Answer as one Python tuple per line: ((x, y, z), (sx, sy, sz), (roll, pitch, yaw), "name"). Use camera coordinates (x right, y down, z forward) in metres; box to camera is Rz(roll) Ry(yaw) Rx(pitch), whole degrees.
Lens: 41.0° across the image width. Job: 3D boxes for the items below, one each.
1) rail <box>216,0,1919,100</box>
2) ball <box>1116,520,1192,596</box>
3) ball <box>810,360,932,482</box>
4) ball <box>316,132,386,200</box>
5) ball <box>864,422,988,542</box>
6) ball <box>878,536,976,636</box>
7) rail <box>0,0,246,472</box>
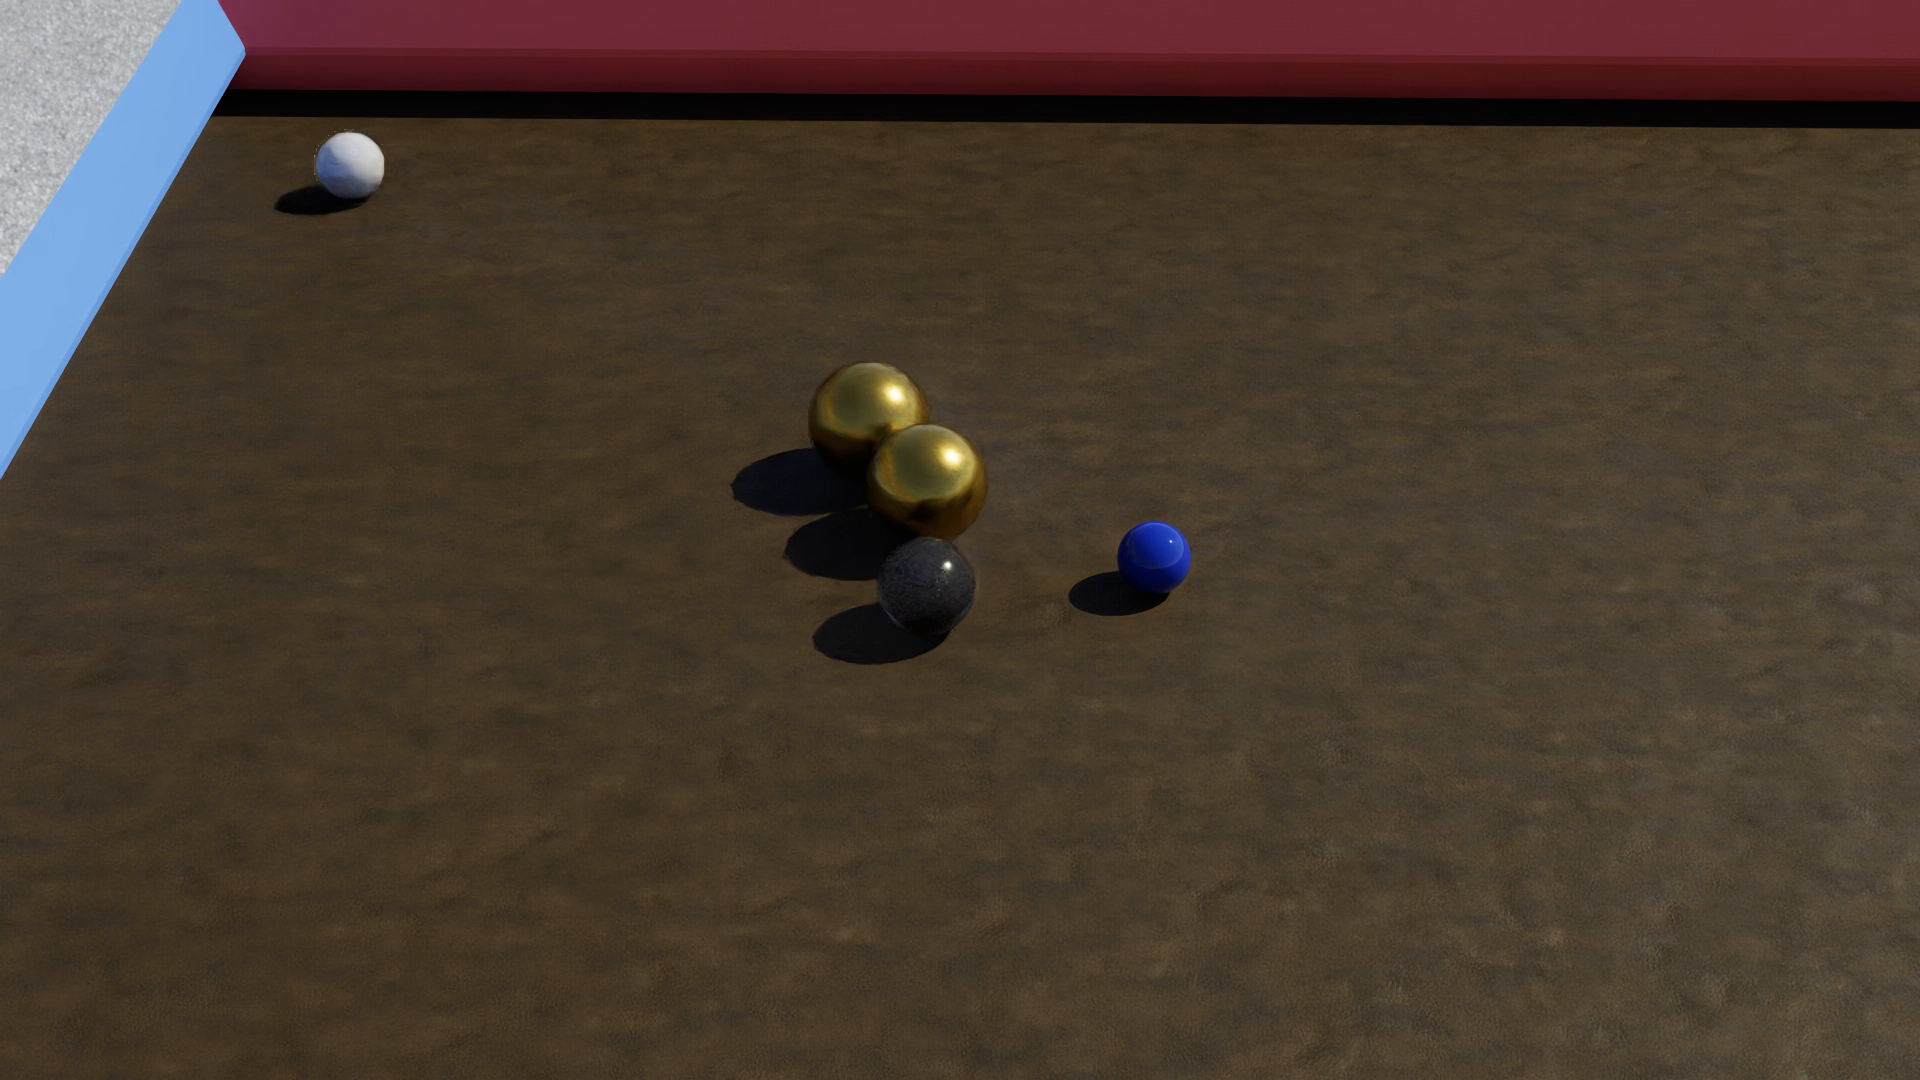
((0.746, -0.461, 2.419), (2.932, 0.118, 0.045), (1, 35, 1), "rail")
((0.137, 0.013, 1.808), (0.053, 0.053, 0.053), (0, 35, 0), "ball")
((-0.067, -0.088, 1.917), (0.091, 0.091, 0.091), (0, 35, 0), "ball")
((-0.544, -0.334, 2.292), (0.060, 0.060, 0.060), (0, 35, 0), "ball")
((-0.025, -0.041, 1.851), (0.089, 0.089, 0.089), (0, 35, 0), "ball")
((-0.023, 0.032, 1.766), (0.069, 0.069, 0.069), (0, 35, 0), "ball")
((-0.709, -0.025, 1.802), (0.045, 0.118, 1.606), (1, 35, 1), "rail")
